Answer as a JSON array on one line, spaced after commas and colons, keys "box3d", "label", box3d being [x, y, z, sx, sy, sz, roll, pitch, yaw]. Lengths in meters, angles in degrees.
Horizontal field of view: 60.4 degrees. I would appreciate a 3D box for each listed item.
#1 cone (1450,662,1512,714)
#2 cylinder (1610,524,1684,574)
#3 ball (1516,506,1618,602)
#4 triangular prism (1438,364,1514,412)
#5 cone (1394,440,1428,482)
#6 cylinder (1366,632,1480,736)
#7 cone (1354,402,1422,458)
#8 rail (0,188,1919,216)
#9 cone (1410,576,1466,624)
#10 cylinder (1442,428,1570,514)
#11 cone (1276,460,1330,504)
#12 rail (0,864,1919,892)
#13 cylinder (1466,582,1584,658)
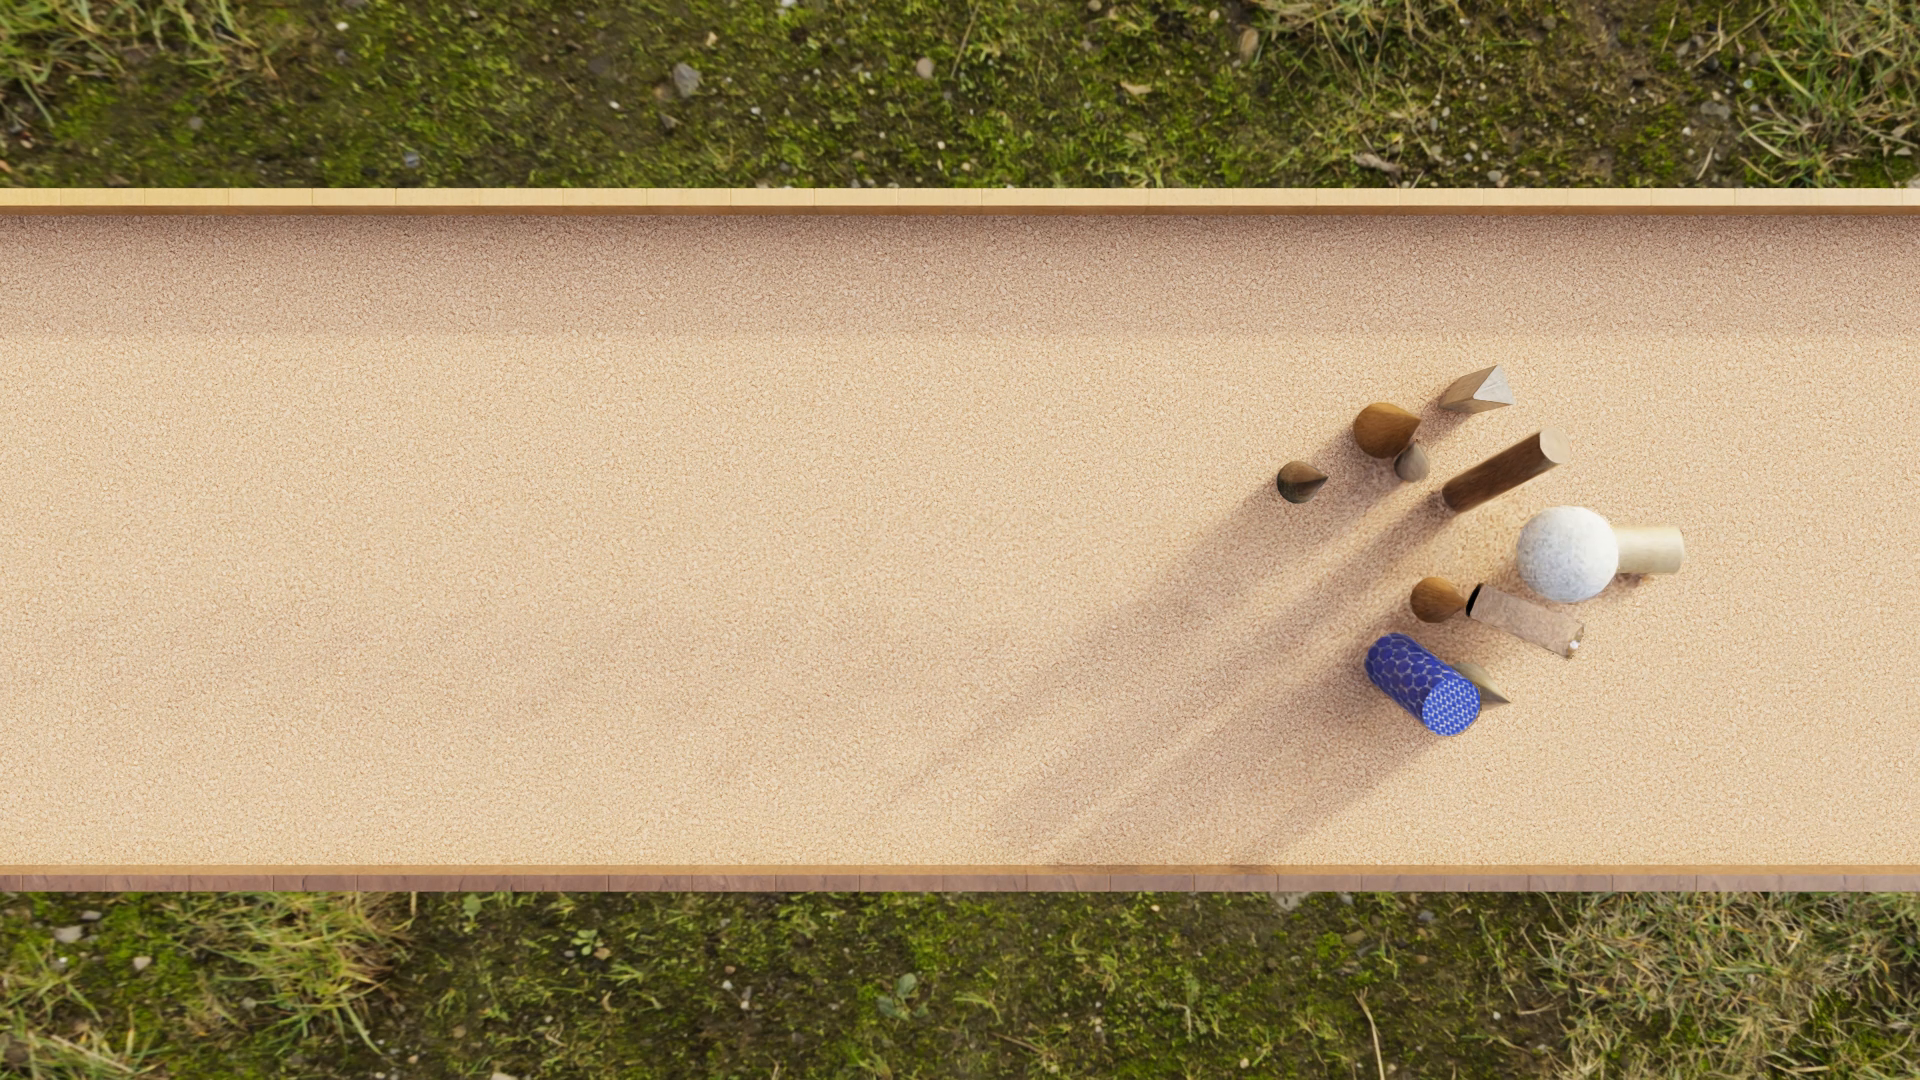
[{"box3d": [1.555, 0.460, 4.863, 0.169, 0.426, 0.169, 0, 90, 0], "label": "cone"}, {"box3d": [1.988, 0.028, 4.998, 0.346, 0.147, 0.147, -1, 90, -4], "label": "cylinder"}, {"box3d": [1.753, 0.040, 4.768, 0.281, 0.281, 0.281, 0, 90, 0], "label": "ball"}, {"box3d": [1.536, -0.451, 4.898, 0.121, 0.357, 0.105, 8, 90, 0], "label": "triangular prism"}, {"box3d": [1.339, -0.254, 4.871, 0.100, 0.399, 0.100, -2, 81, 13], "label": "cone"}, {"box3d": [1.362, 0.422, 4.874, 0.179, 0.365, 0.179, -4, 108, -12], "label": "cylinder"}, {"box3d": [1.299, -0.338, 4.856, 0.173, 0.442, 0.173, 0, 90, 0], "label": "cone"}, {"box3d": [-2.247, -1.025, 5.002, 12.000, 0.150, 0.050, 0, 90, 0], "label": "rail"}, {"box3d": [1.460, 0.185, 4.914, 0.145, 0.325, 0.145, 0, 90, 0], "label": "cone"}, {"box3d": [1.606, -0.201, 4.867, 0.111, 0.422, 0.111, 9, 68, -22], "label": "cylinder"}, {"box3d": [1.042, -0.178, 4.864, 0.134, 0.426, 0.134, 0, 90, 0], "label": "cone"}, {"box3d": [-2.247, 1.025, 5.001, 12.000, 0.150, 0.050, 0, 90, 0], "label": "rail"}, {"box3d": [1.692, 0.241, 4.945, 0.321, 0.110, 0.110, 26, 90, 31], "label": "cylinder"}]
